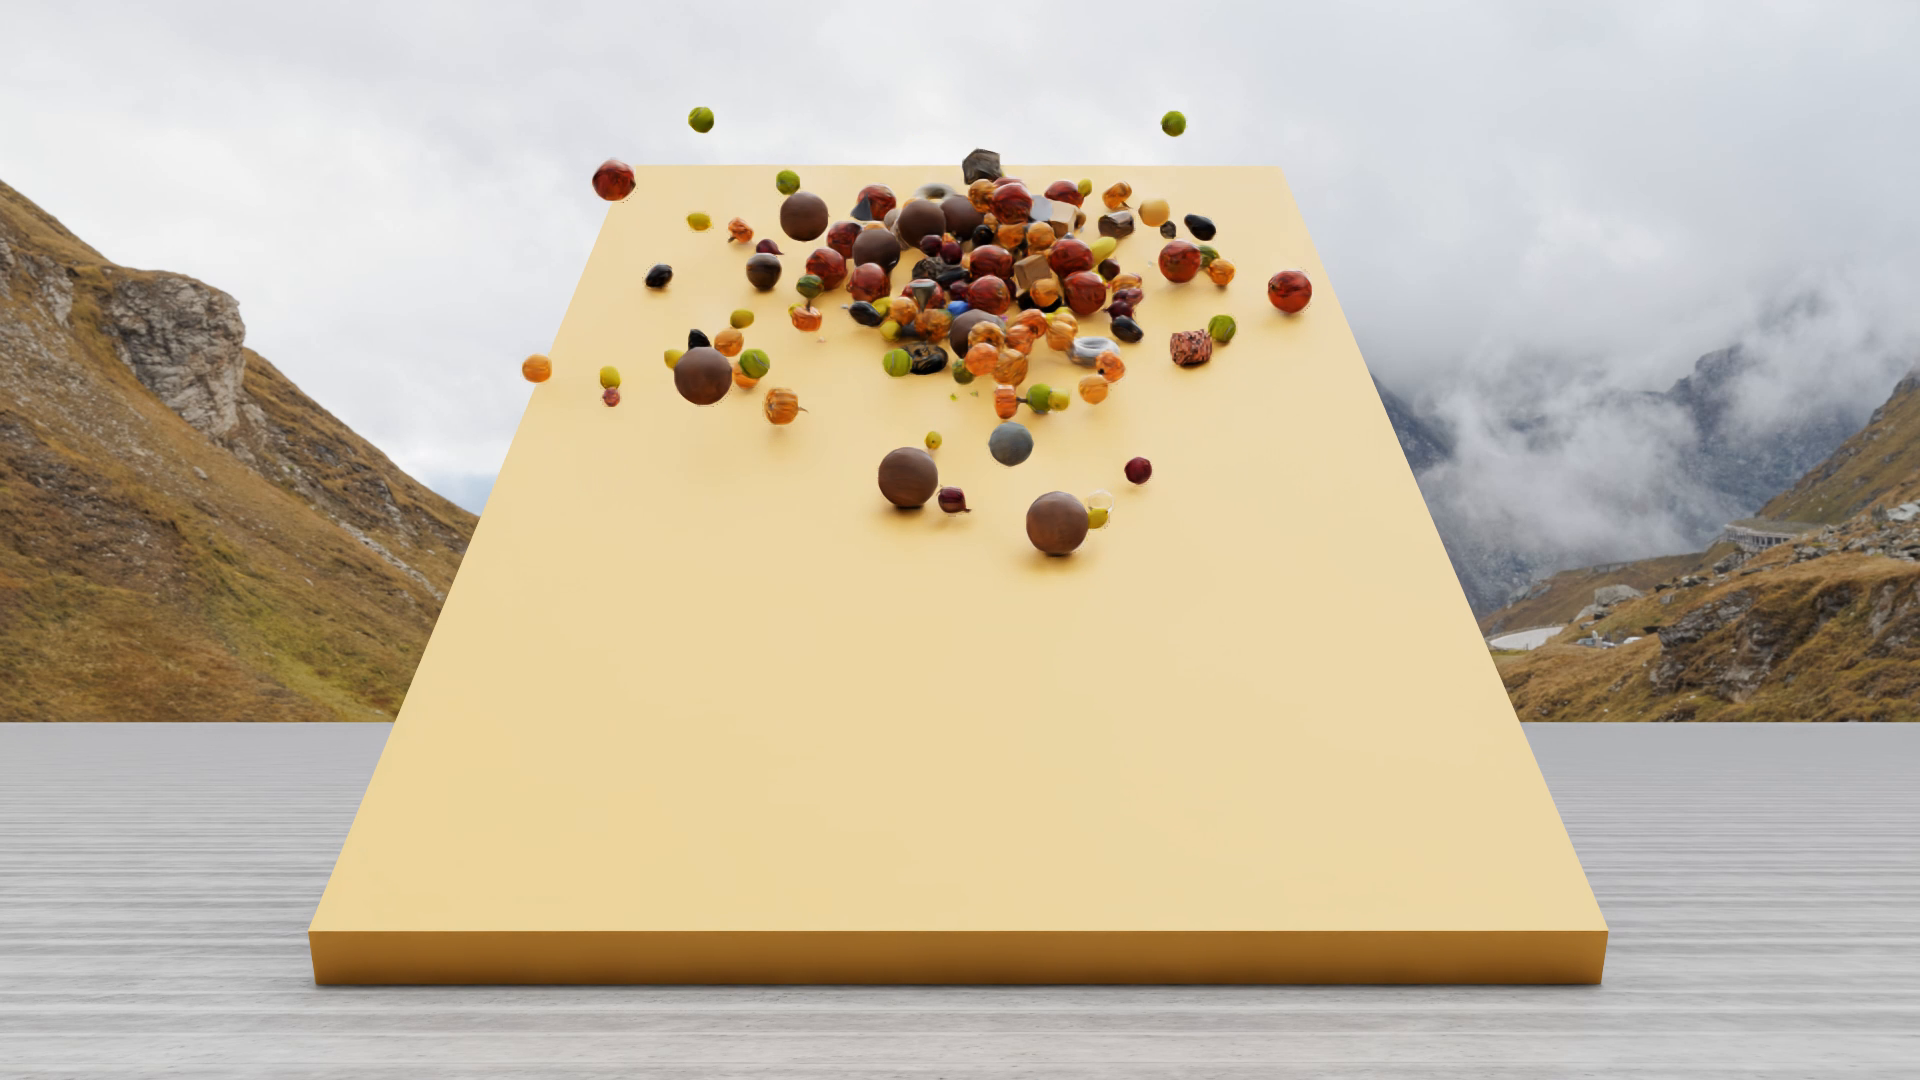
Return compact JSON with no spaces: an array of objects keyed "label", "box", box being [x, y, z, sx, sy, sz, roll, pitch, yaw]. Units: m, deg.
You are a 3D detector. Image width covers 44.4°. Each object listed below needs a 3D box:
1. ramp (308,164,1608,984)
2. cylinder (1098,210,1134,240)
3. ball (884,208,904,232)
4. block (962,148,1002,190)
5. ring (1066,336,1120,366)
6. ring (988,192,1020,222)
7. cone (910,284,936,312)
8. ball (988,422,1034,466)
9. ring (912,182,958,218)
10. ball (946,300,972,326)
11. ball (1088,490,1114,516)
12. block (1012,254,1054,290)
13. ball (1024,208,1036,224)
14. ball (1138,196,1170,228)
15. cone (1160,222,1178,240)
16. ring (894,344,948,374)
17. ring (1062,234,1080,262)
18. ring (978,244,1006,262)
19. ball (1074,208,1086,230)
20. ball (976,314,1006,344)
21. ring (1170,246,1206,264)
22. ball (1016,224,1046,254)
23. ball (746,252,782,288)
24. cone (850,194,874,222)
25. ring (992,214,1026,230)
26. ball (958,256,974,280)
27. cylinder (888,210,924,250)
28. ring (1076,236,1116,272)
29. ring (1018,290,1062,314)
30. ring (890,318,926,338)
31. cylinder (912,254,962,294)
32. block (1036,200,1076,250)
[{"label":"ramp","box":[-0.010,-0.229,5.441,2.000,0.100,4.000,0,26,0]},{"label":"cylinder","box":[0.437,-0.879,6.583,0.073,0.073,0.073,-23,11,-39]},{"label":"ball","box":[-0.176,-0.890,6.597,0.078,0.078,0.078,0,-4,0]},{"label":"block","box":[0.064,-1.076,6.825,0.079,0.079,0.079,9,-27,-32]},{"label":"ring","box":[0.325,-0.461,5.757,0.131,0.044,0.131,1,25,0]},{"label":"ring","box":[0.124,-0.924,6.541,0.103,0.034,0.103,30,-21,13]},{"label":"cone","box":[-0.091,-0.596,5.813,0.067,0.067,0.067,0,13,0]},{"label":"ball","box":[0.104,-0.196,4.799,0.091,0.091,0.091,0,-4,0]},{"label":"ring","box":[-0.071,-0.977,6.776,0.136,0.136,0.045,0,-42,4]},{"label":"ball","box":[-0.003,-0.574,5.962,0.065,0.065,0.065,0,-4,0]},{"label":"ball","box":[0.296,-0.079,4.955,0.056,0.056,0.056,0,-4,0]},{"label":"block","box":[0.186,-0.687,6.036,0.067,0.067,0.067,-28,18,-18]},{"label":"ball","box":[0.225,-0.914,6.630,0.093,0.093,0.093,0,-4,0]},{"label":"ball","box":[0.537,-0.907,6.506,0.087,0.087,0.087,0,-4,0]},{"label":"cone","box":[0.576,-0.866,6.614,0.051,0.051,0.051,1,-2,-17]},{"label":"ring","box":[-0.093,-0.440,5.711,0.131,0.044,0.131,1,26,-1]},{"label":"ring","box":[0.292,-0.765,6.176,0.027,0.080,0.080,-17,0,-14]},{"label":"ring","box":[0.088,-0.786,6.442,0.077,0.026,0.077,0,31,0]},{"label":"ball","box":[0.327,-0.910,6.660,0.060,0.060,0.060,0,-4,0]},{"label":"ball","box":[0.078,-0.522,5.844,0.076,0.076,0.076,0,-4,0]},{"label":"ring","box":[0.621,-0.779,6.425,0.098,0.033,0.098,0,25,0]},{"label":"ball","box":[0.194,-0.823,6.445,0.085,0.085,0.085,0,-4,0]},{"label":"ball","box":[-0.516,-0.711,6.206,0.096,0.096,0.096,0,-4,0]},{"label":"cone","box":[-0.257,-0.897,6.313,0.067,0.067,0.067,13,24,-6]},{"label":"ring","box":[0.142,-0.905,6.681,0.101,0.034,0.101,0,27,0]},{"label":"ball","box":[0.007,-0.726,6.281,0.059,0.059,0.059,0,-4,0]},{"label":"cylinder","box":[-0.148,-0.851,6.473,0.080,0.080,0.080,2,-25,-22]},{"label":"ring","box":[0.359,-0.755,6.221,0.127,0.042,0.127,-36,-4,-3]},{"label":"ring","box":[0.208,-0.615,6.078,0.116,0.039,0.116,-1,26,0]},{"label":"ring","box":[-0.129,-0.533,5.914,0.094,0.031,0.094,2,20,-1]},{"label":"cylinder","box":[-0.058,-0.692,6.144,0.094,0.094,0.094,-3,13,39]},{"label":"block","box":[0.262,-0.872,6.507,0.092,0.092,0.092,14,-46,10]}]
